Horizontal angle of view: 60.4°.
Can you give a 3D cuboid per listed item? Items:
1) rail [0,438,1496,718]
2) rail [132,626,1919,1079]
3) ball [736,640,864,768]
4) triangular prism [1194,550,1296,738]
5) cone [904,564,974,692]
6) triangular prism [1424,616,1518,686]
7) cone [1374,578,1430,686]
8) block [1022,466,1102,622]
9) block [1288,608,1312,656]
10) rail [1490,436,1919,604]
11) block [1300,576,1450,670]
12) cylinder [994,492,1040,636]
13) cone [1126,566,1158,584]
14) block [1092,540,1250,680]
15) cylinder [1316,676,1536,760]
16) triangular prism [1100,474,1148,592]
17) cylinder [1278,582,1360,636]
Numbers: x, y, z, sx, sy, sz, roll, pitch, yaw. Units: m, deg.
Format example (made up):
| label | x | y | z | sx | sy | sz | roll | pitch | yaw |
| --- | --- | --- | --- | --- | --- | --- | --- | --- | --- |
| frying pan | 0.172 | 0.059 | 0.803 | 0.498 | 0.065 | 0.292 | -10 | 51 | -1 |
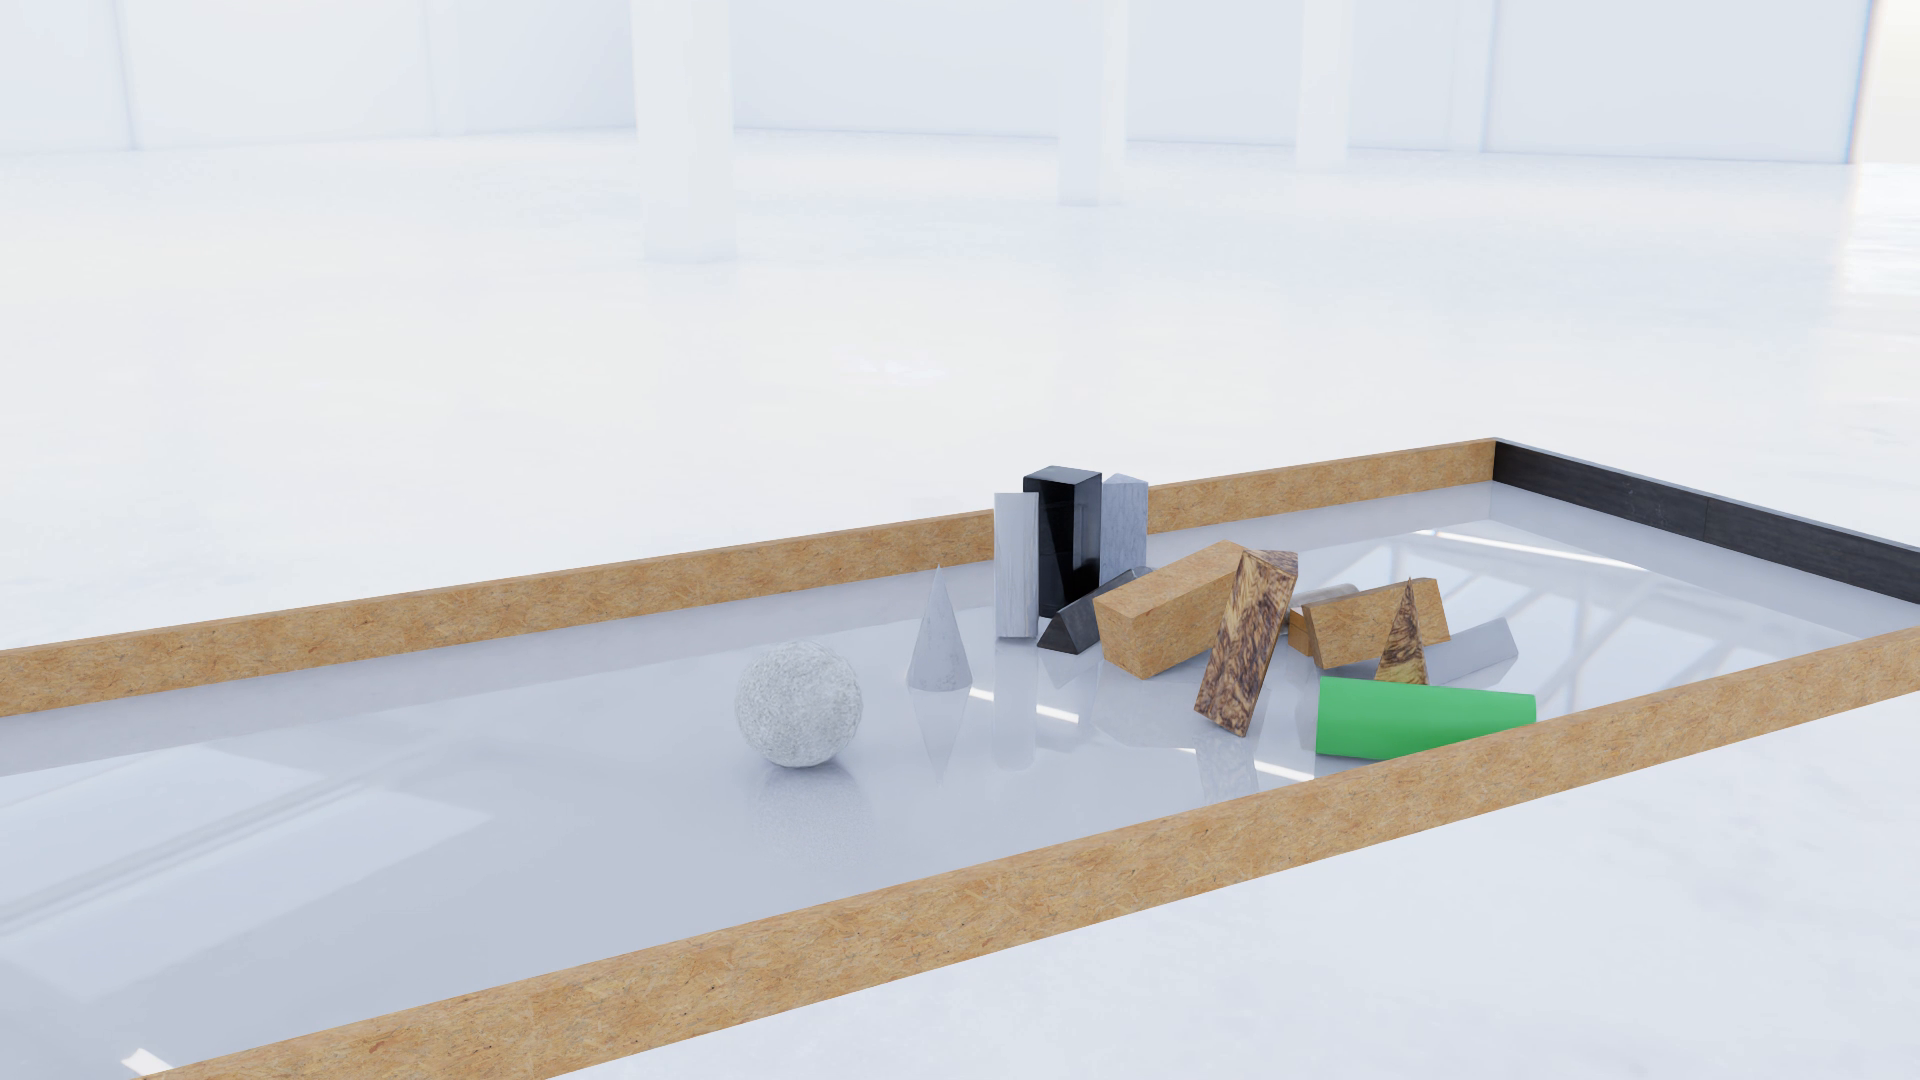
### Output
| label | x | y | z | sx | sy | sz | roll | pitch | yaw |
| --- | --- | --- | --- | --- | --- | --- | --- | --- | --- |
| rail | -3.305 | 0.497 | 3.399 | 12.000 | 0.150 | 0.050 | -9 | 18 | -27 |
| rail | -2.336 | 1.006 | 1.665 | 12.000 | 0.150 | 0.050 | -9 | 18 | -27 |
| ball | -0.353 | 0.360 | 3.635 | 0.280 | 0.280 | 0.280 | 0 | 16 | 0 |
| triangular prism | 0.685 | 0.227 | 3.805 | 0.143 | 0.420 | 0.123 | 29 | 28 | 32 |
| cone | -0.052 | 0.204 | 4.118 | 0.174 | 0.307 | 0.174 | 0 | 16 | 0 |
| triangular prism | 1.263 | 0.284 | 4.219 | 0.432 | 0.092 | 0.106 | -13 | 20 | -37 |
| cone | 1.036 | 0.254 | 3.847 | 0.176 | 0.364 | 0.176 | 0 | 16 | 0 |
| block | 0.285 | 0.009 | 4.623 | 0.161 | 0.396 | 0.161 | 10 | 19 | 31 |
| block | 1.064 | 0.227 | 4.403 | 0.363 | 0.101 | 0.101 | -6 | 17 | -18 |
| rail | 2.466 | -0.048 | 5.253 | 0.050 | 0.150 | 2.100 | -9 | 18 | -27 |
| block | 1.049 | 0.208 | 4.174 | 0.319 | 0.157 | 0.157 | -13 | 0 | 4 |
| cylinder | 0.152 | 0.063 | 4.430 | 0.120 | 0.383 | 0.120 | 0 | 3 | 0 |
| cone | 0.615 | 0.110 | 4.889 | 0.103 | 0.103 | 0.342 | 10 | 10 | 30 |
| block | 0.583 | 0.175 | 4.274 | 0.429 | 0.176 | 0.176 | -23 | 24 | -22 |
| cylinder | 1.027 | 0.409 | 3.658 | 0.456 | 0.174 | 0.174 | 4 | 17 | 13 |
| triangular prism | 0.471 | -0.025 | 4.861 | 0.137 | 0.326 | 0.119 | -2 | 16 | -6 |
| cylinder | 0.929 | 0.196 | 4.510 | 0.373 | 0.100 | 0.100 | -10 | 19 | -30 |
